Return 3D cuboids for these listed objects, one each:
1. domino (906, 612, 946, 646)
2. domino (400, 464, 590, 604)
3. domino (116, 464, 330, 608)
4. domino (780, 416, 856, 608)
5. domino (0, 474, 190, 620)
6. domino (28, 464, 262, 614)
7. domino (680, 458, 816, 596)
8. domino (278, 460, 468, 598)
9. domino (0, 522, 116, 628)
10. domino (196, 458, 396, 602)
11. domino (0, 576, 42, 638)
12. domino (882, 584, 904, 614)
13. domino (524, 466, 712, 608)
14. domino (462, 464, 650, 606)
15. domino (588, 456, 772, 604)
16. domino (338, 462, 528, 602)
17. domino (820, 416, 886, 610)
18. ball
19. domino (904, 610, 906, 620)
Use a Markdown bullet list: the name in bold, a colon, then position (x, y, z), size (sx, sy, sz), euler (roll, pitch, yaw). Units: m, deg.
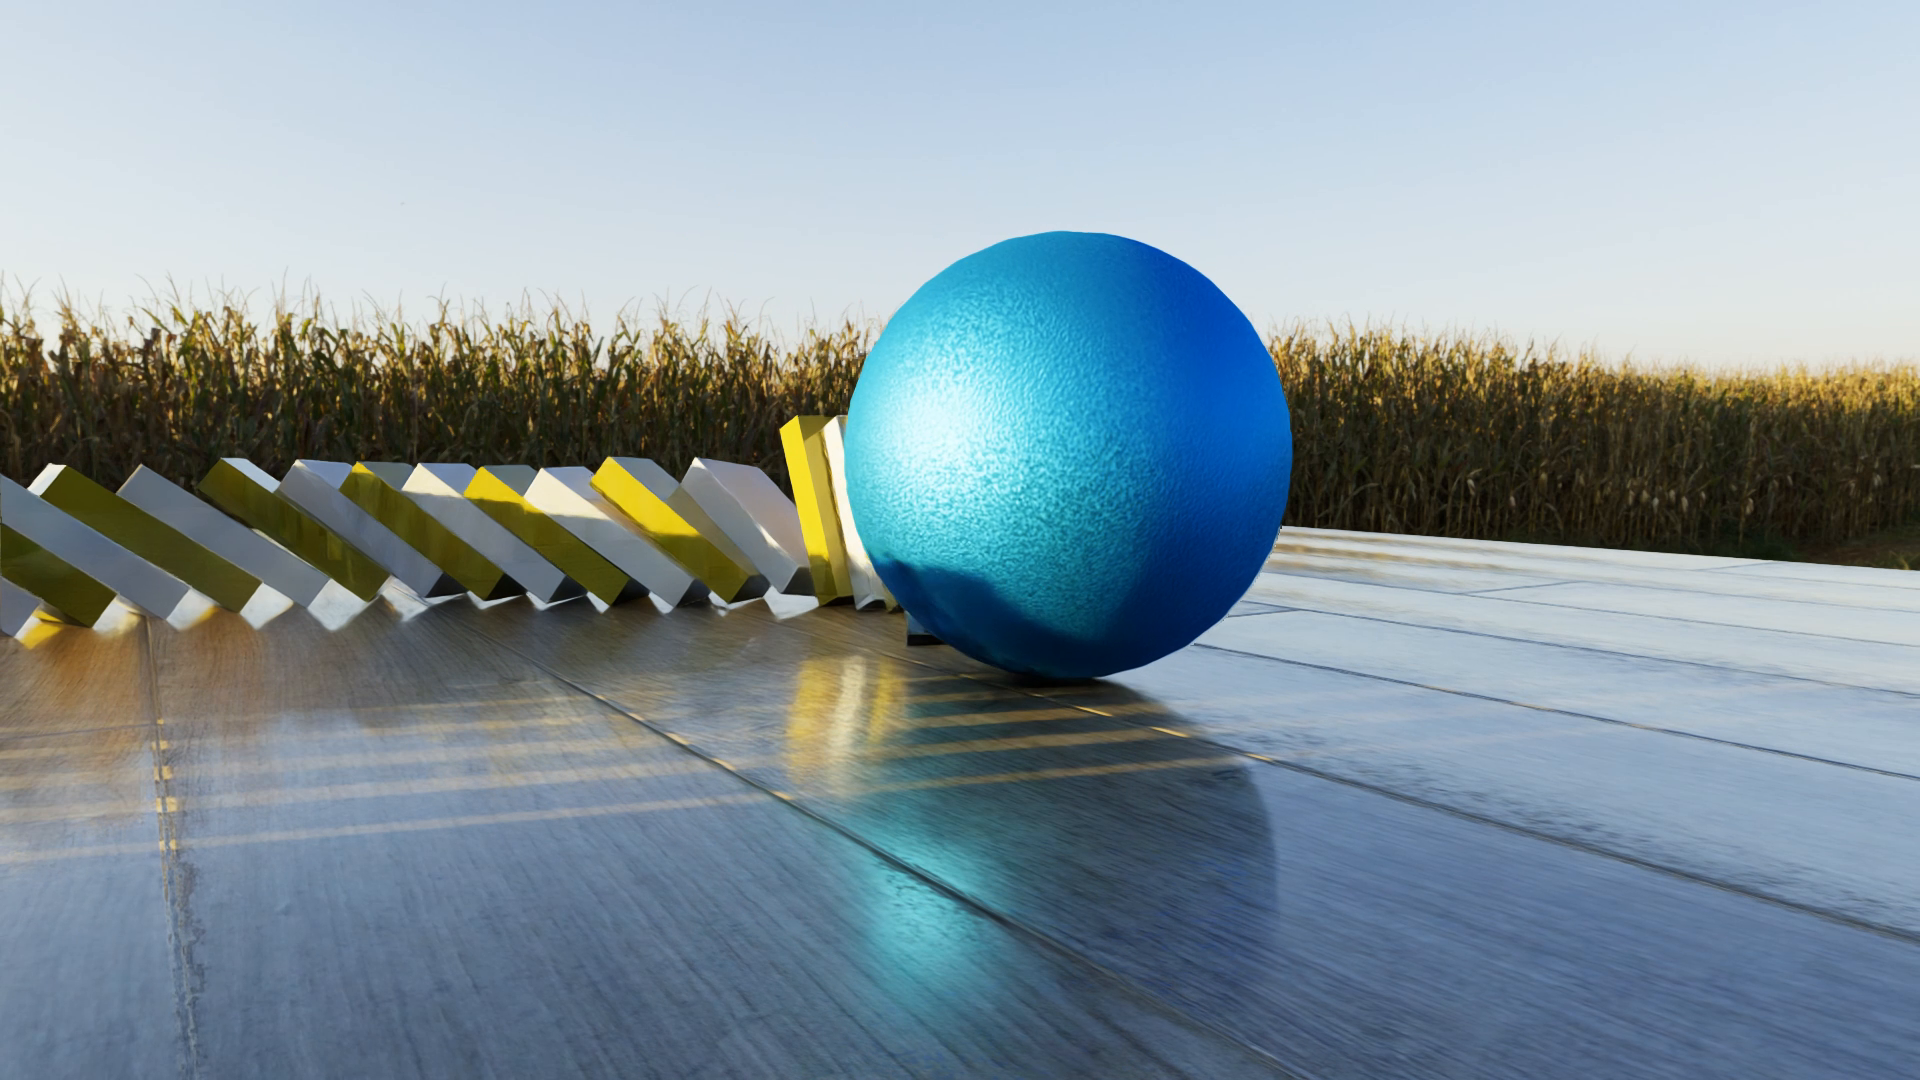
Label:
- **domino**: position (0.001, -0.003, 0.275), size (0.025, 0.050, 0.009), euler (0, -20, -5)
- **domino**: position (-0.124, -0.002, 0.351), size (0.050, 0.010, 0.025), euler (36, 7, 5)
- **domino**: position (-0.190, -0.001, 0.331), size (0.050, 0.009, 0.025), euler (40, -18, -29)
- **domino**: position (-0.030, -0.008, 0.343), size (0.025, 0.050, 0.010), euler (-3, -17, -39)
- **domino**: position (-0.212, 0.001, 0.303), size (0.025, 0.009, 0.050), euler (4, -32, 40)
- **domino**: position (-0.202, 0.000, 0.318), size (0.025, 0.009, 0.050), euler (5, -31, 47)
- **domino**: position (-0.053, -0.004, 0.356), size (0.050, 0.009, 0.025), euler (43, 20, 29)
- **domino**: position (-0.159, -0.003, 0.354), size (0.050, 0.010, 0.025), euler (36, 3, 2)
- **domino**: position (-0.220, 0.002, 0.288), size (0.025, 0.009, 0.050), euler (3, -33, 32)
- **domino**: position (-0.176, -0.003, 0.345), size (0.050, 0.010, 0.025), euler (38, -8, -15)
- **domino**: position (-0.226, 0.003, 0.271), size (0.025, 0.009, 0.050), euler (2, -35, 25)
- **domino**: position (-0.009, -0.007, 0.328), size (0.025, 0.050, 0.009), euler (-2, -19, -21)
- **domino**: position (-0.090, -0.001, 0.346), size (0.050, 0.010, 0.025), euler (35, 9, 5)
- **domino**: position (-0.107, -0.002, 0.349), size (0.050, 0.009, 0.025), euler (36, 9, 5)
- **domino**: position (-0.074, -0.003, 0.347), size (0.050, 0.009, 0.025), euler (39, 9, 8)
- **domino**: position (-0.142, -0.003, 0.352), size (0.050, 0.010, 0.025), euler (36, 5, 4)
- **domino**: position (-0.019, -0.008, 0.337), size (0.025, 0.050, 0.010), euler (-3, -18, -33)
- **ball**: position (0.019, -0.015, 0.232), size (0.080, 0.080, 0.080), euler (0, 4, 0)
- **domino**: position (-0.002, -0.006, 0.316), size (0.025, 0.050, 0.009), euler (0, -20, -6)
